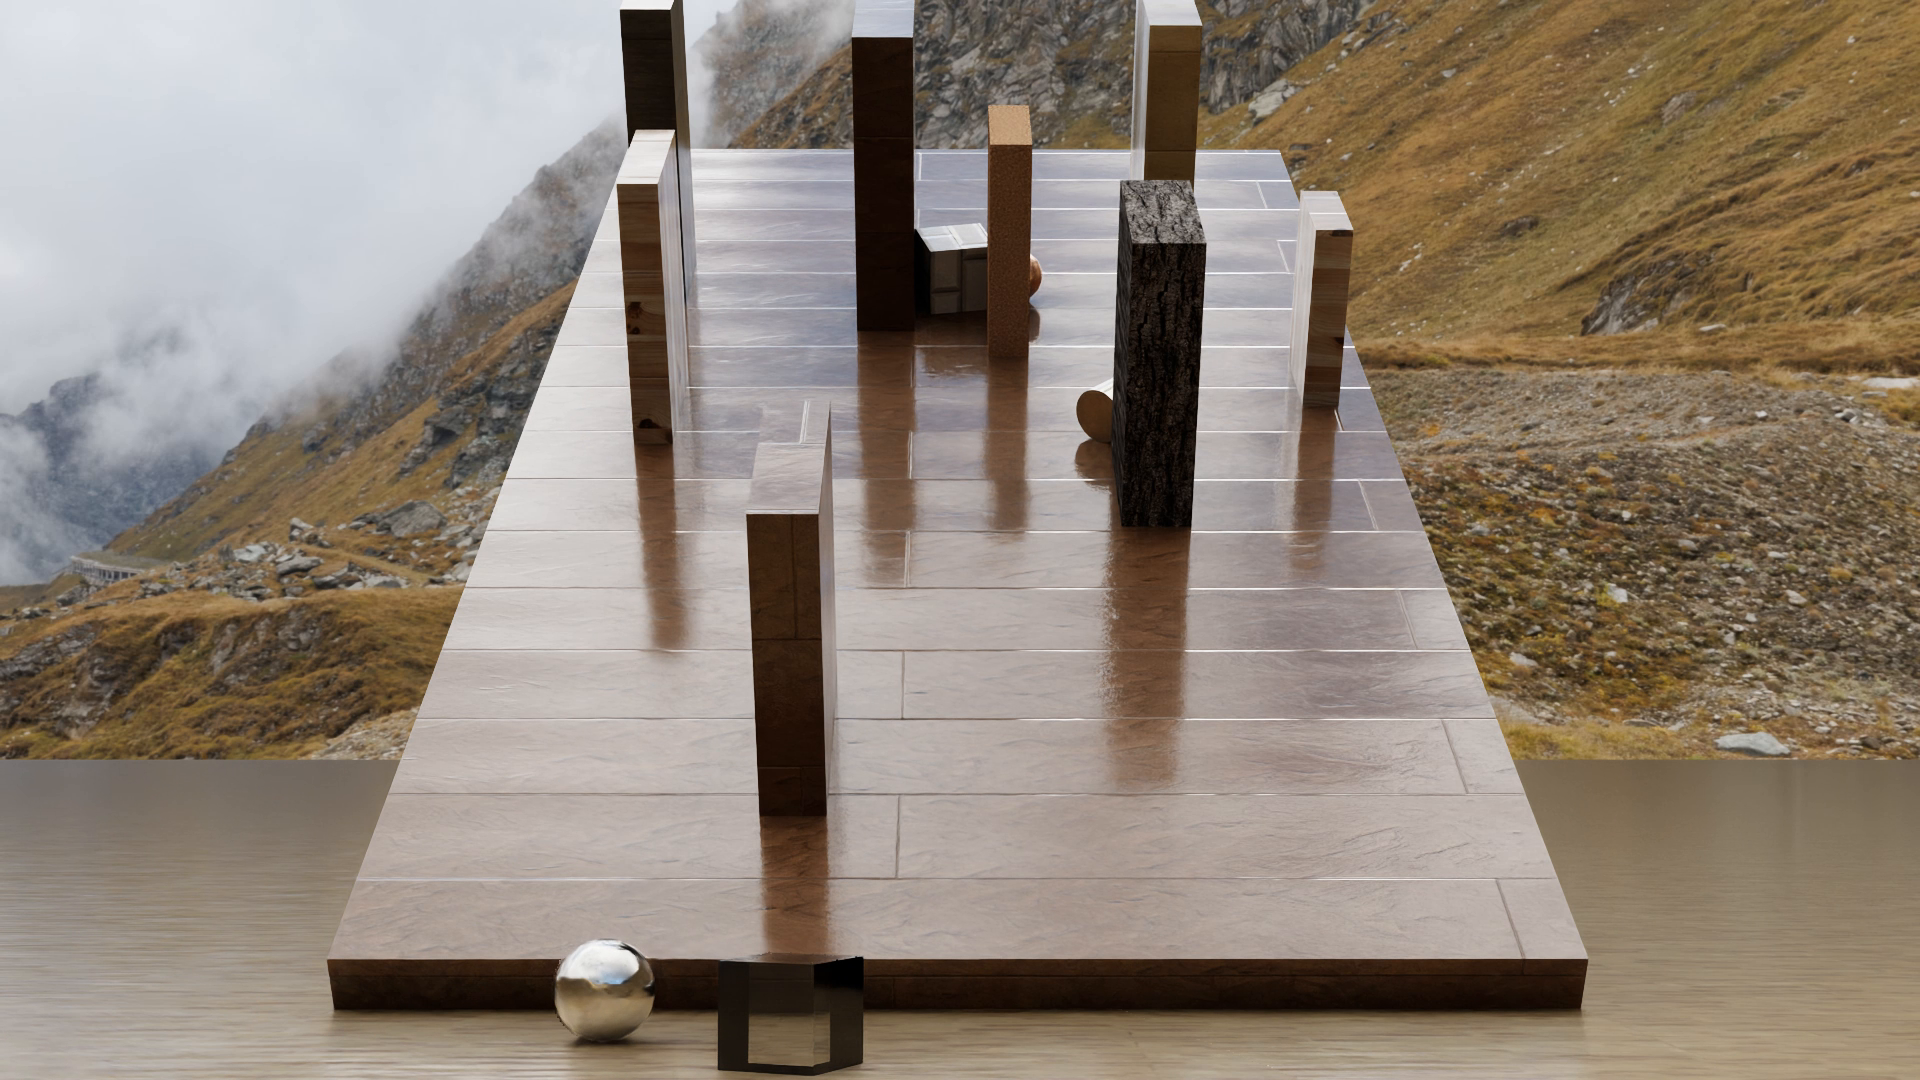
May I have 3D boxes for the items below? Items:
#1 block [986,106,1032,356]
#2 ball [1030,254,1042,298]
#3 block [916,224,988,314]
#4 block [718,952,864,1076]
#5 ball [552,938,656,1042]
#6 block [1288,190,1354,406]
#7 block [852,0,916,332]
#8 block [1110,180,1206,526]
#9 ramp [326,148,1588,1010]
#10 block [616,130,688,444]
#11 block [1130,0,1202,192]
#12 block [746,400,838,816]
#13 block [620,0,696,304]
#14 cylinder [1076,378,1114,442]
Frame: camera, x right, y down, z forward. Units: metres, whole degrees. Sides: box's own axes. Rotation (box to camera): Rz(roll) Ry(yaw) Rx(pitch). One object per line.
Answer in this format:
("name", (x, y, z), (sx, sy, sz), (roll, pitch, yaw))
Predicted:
("block", (0.120, -0.767, 5.909), (0.100, 0.545, 0.306), (0, 28, 0))
("ball", (0.147, -0.688, 6.200), (0.135, 0.135, 0.135), (0, -5, 0))
("block", (-0.012, -0.706, 6.192), (0.172, 0.172, 0.172), (-6, 28, -12))
("block", (-0.221, 0.620, 3.126), (0.140, 0.140, 0.140), (-2, -6, 24))
("ball", (-0.508, 0.642, 3.400), (0.145, 0.145, 0.145), (0, -5, 0))
("block", (0.855, -0.575, 5.660), (0.086, 0.441, 0.264), (0, 28, 0))
("block", (-0.187, -0.950, 6.026), (0.146, 0.759, 0.364), (0, 28, 0))
("block", (0.420, -0.402, 5.114), (0.150, 0.642, 0.384), (0, 28, 0))
("ramp", (-0.011, -0.224, 5.569), (2.000, 0.100, 4.000), (0, 28, 0))
("block", (-0.702, -0.583, 5.472), (0.089, 0.623, 0.372), (0, 28, 0))
("block", (0.519, -1.005, 6.124), (0.127, 0.768, 0.439), (0, 28, 0))
("block", (-0.289, 0.115, 4.186), (0.117, 0.588, 0.443), (0, 28, 0))
("block", (-0.774, -1.024, 6.146), (0.125, 0.775, 0.285), (0, 28, 0))
("cylinder", (0.356, -0.305, 5.483), (0.127, 0.127, 0.127), (-5, 18, 44))
